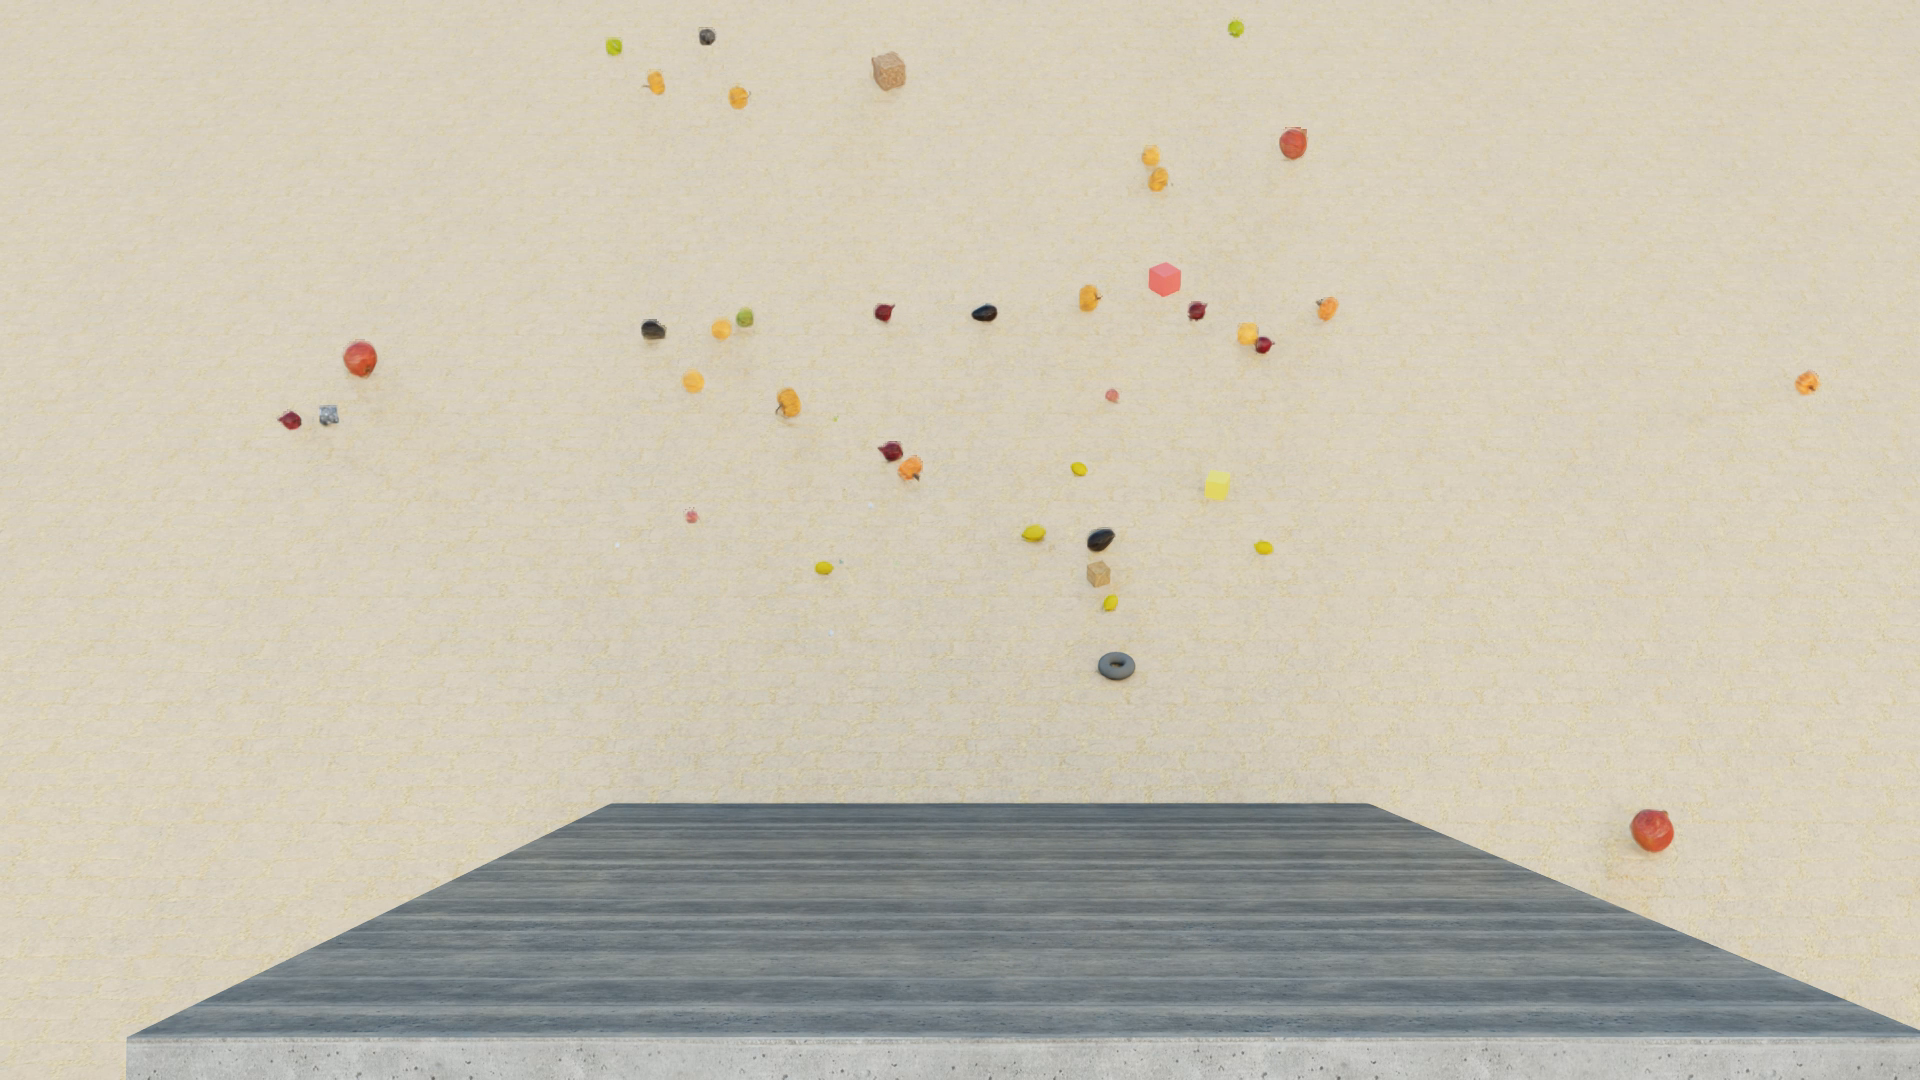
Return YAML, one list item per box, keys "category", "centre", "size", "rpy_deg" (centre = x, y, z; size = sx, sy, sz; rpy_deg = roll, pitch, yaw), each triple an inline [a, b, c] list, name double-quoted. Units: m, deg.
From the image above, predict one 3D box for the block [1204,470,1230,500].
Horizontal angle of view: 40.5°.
- category: "block"
  centre: [0.808, -0.172, 8.154]
  size: [0.063, 0.063, 0.063]
  rpy_deg: [12, 37, 16]

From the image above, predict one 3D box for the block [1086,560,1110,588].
- category: "block"
  centre: [0.415, 0.102, 7.783]
  size: [0.052, 0.052, 0.052]
  rpy_deg: [-16, 39, -21]

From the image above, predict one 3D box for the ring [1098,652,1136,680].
- category: "ring"
  centre: [0.448, 0.360, 7.439]
  size: [0.107, 0.036, 0.107]
  rpy_deg: [0, 37, 0]

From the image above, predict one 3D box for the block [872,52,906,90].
- category: "block"
  centre: [-0.288, -1.894, 10.500]
  size: [0.099, 0.099, 0.099]
  rpy_deg: [-19, 46, -18]

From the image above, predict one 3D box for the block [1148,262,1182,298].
- category: "block"
  centre: [0.723, -0.920, 9.179]
  size: [0.080, 0.080, 0.080]
  rpy_deg: [-24, 42, -30]

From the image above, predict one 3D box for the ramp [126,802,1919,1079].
- category: "ramp"
  centre: [0.079, 0.672, 4.868]
  size: [2.000, 0.100, 4.000]
  rpy_deg: [0, -2, 0]

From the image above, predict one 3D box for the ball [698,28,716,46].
- category: "ball"
  centre: [-1.053, -2.093, 10.814]
  size: [0.071, 0.071, 0.071]
  rpy_deg: [0, 36, 0]
